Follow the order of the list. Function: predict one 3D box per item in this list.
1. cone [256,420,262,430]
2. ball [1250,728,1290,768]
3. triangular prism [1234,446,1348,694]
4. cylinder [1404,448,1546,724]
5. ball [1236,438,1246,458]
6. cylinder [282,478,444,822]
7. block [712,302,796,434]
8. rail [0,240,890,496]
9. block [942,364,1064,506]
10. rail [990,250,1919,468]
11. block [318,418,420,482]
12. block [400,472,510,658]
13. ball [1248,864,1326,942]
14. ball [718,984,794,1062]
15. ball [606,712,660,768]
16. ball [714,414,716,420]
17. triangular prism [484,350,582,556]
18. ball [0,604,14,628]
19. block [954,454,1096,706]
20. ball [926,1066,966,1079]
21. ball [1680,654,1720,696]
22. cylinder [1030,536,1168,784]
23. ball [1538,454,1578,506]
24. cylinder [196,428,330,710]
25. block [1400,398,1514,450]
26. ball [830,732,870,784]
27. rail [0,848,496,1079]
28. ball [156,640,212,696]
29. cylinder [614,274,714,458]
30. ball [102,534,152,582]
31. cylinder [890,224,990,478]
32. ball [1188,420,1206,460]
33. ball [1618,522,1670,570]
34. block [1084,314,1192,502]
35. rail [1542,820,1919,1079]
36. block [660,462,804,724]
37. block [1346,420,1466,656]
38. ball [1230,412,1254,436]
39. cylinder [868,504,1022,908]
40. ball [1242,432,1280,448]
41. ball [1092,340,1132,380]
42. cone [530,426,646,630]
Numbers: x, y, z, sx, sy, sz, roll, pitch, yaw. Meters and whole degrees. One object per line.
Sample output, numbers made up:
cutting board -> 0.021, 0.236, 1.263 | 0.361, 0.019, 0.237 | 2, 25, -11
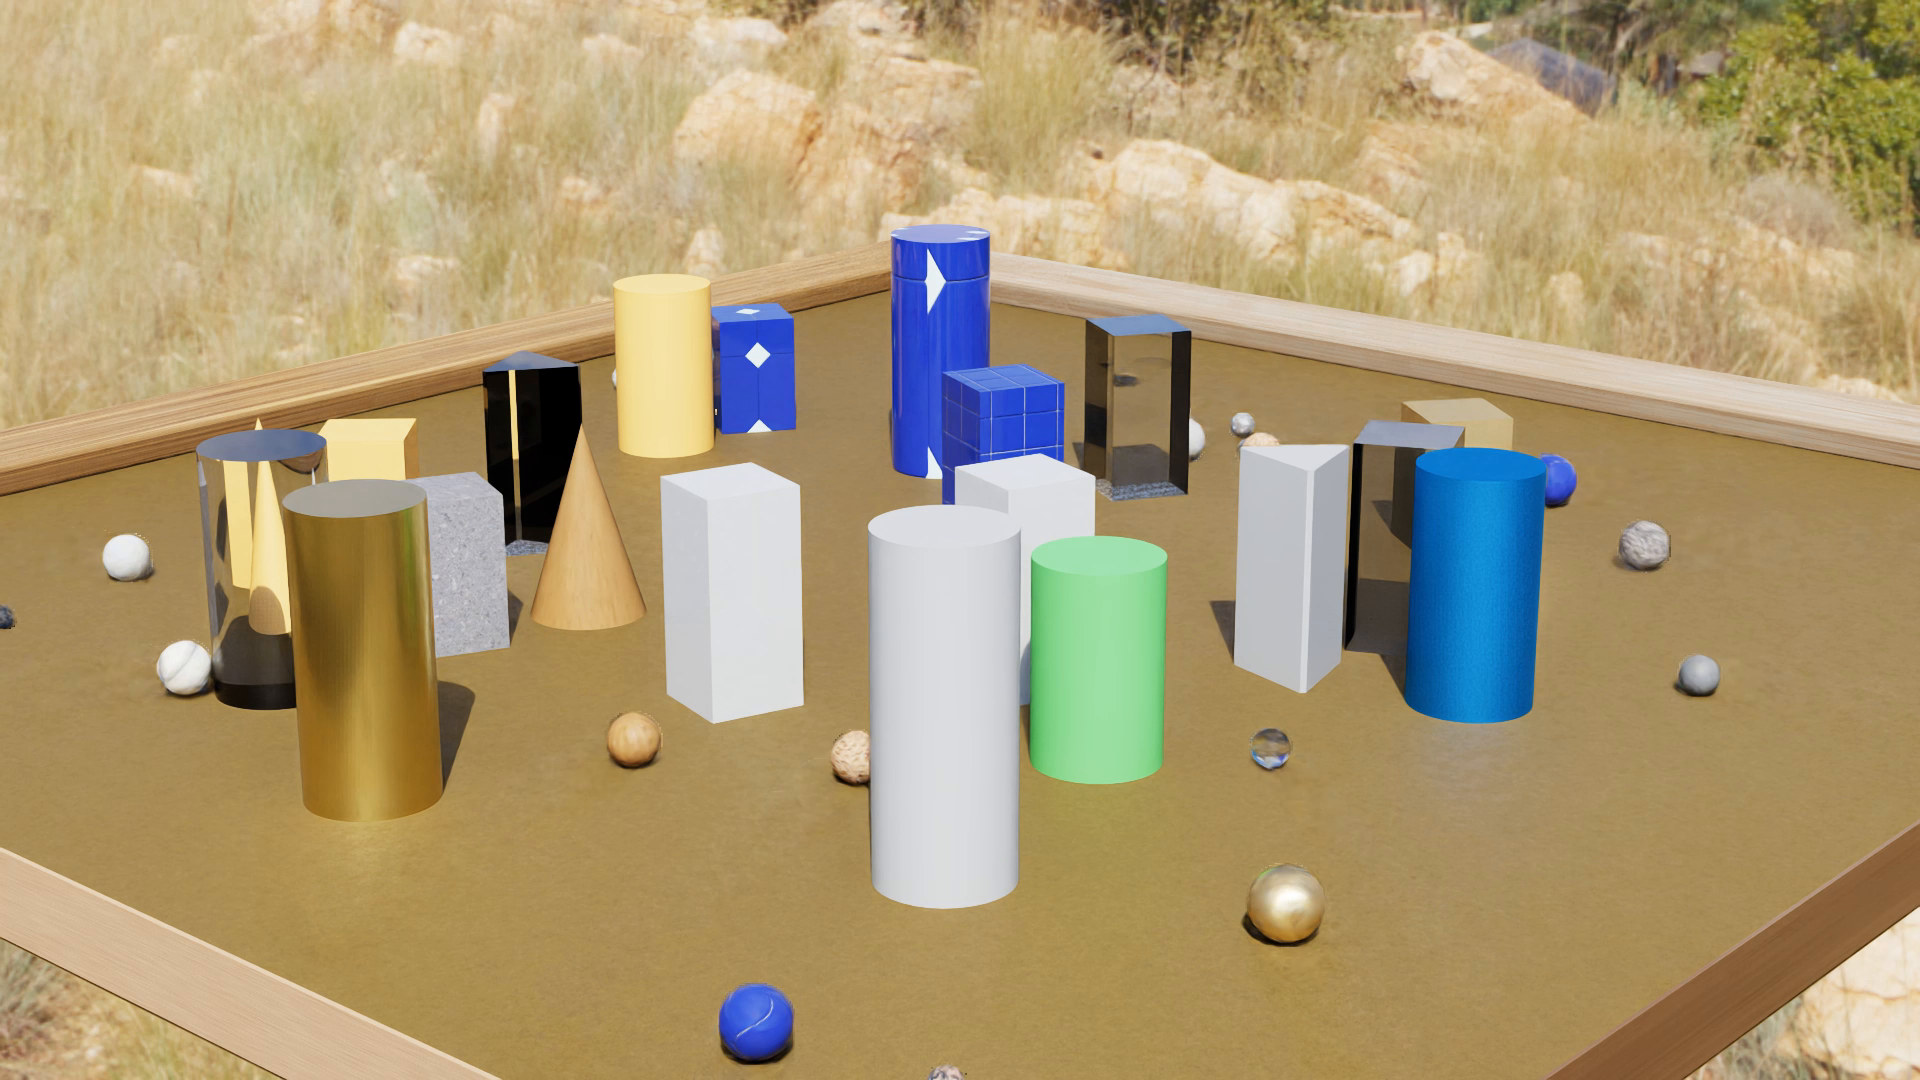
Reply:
cone -> -1.195, -0.049, 5.039 | 0.199, 0.334, 0.199 | 0, 17, 0
ball -> 0.459, 0.307, 4.332 | 0.059, 0.059, 0.059 | 0, 17, 0
triangular prism -> 0.558, 0.035, 4.704 | 0.149, 0.366, 0.172 | -11, 20, -32
cylinder -> 0.800, 0.069, 4.556 | 0.199, 0.387, 0.199 | 0, 17, 0
ball -> 0.590, -0.183, 5.975 | 0.051, 0.051, 0.051 | 0, 17, 0
cylinder -> -0.846, 0.155, 4.165 | 0.199, 0.447, 0.199 | 0, 17, 0
block -> -0.448, -0.367, 6.255 | 0.159, 0.241, 0.159 | -5, 17, -15
rail -> -1.366, -0.310, 6.255 | 0.045, 0.129, 3.791 | 14, 22, 39
block -> 0.074, -0.097, 5.111 | 0.159, 0.383, 0.159 | -7, 18, -23
rail -> 1.227, -0.375, 6.473 | 3.665, 0.129, 0.045 | 14, 22, 39
block -> -1.068, -0.081, 5.300 | 0.159, 0.244, 0.159 | -1, 17, -2
block -> -0.853, 0.041, 4.862 | 0.159, 0.263, 0.159 | -8, 18, -24
ball -> 0.417, 0.464, 3.742 | 0.099, 0.099, 0.099 | 0, 17, 0
ball -> -0.239, 0.564, 3.426 | 0.089, 0.089, 0.089 | 0, 17, 0
ball -> -0.483, 0.296, 4.335 | 0.080, 0.080, 0.080 | 0, 17, 0
ball -> -0.545, -0.261, 6.204 | 0.055, 0.055, 0.055 | 0, 17, 0
triangular prism -> -0.789, -0.163, 5.393 | 0.172, 0.348, 0.149 | -4, 17, -15
ball -> -1.619, 0.130, 4.953 | 0.040, 0.040, 0.040 | 0, 17, 0
block -> 0.101, 0.062, 4.635 | 0.159, 0.353, 0.159 | -10, 19, -30
ball -> -0.016, 0.618, 3.322 | 0.046, 0.046, 0.046 | 0, 17, 0
ball -> 1.169, 0.214, 4.634 | 0.064, 0.064, 0.064 | 0, 17, 0
cylinder -> 0.203, 0.175, 4.323 | 0.199, 0.318, 0.199 | 0, 17, 0
ball -> 1.142, -0.116, 5.668 | 0.099, 0.099, 0.099 | 0, 17, 0
cylinder -> -1.084, 0.045, 4.610 | 0.199, 0.401, 0.199 | 0, 17, 0
block -> 0.918, -0.126, 5.456 | 0.159, 0.240, 0.159 | -3, 17, -11
ball -> -0.150, 0.317, 4.270 | 0.077, 0.077, 0.077 | 0, 17, 0
rail -> -1.227, 0.440, 3.766 | 3.665, 0.129, 0.045 | 14, 22, 39
ball -> -1.224, 0.202, 4.628 | 0.086, 0.086, 0.086 | 0, 17, 0
cylinder -> -0.611, -0.361, 6.060 | 0.199, 0.343, 0.199 | 0, 17, 0
ball -> -1.480, 0.031, 5.207 | 0.084, 0.084, 0.084 | 0, 17, 0
cylinder -> -0.039, -0.380, 5.887 | 0.199, 0.477, 0.199 | 0, 17, 0
ball -> 0.456, -0.205, 5.983 | 0.088, 0.088, 0.088 | 0, 17, 0
ball -> 1.229, 0.011, 5.265 | 0.089, 0.089, 0.089 | 0, 17, 0
block -> 0.347, -0.261, 5.751 | 0.159, 0.329, 0.159 | -5, 18, -17
rail -> 1.366, 0.374, 3.984 | 0.045, 0.129, 3.791 | 14, 22, 39
block -> -0.355, 0.080, 4.568 | 0.159, 0.358, 0.159 | -10, 20, -30
block -> 0.736, -0.002, 4.846 | 0.159, 0.355, 0.159 | 5, 18, 16
ball -> 0.594, -0.243, 6.172 | 0.052, 0.052, 0.052 | 0, 17, 0
cylinder -> -0.020, 0.219, 3.872 | 0.199, 0.494, 0.199 | 0, 17, 0
ball -> 0.606, -0.176, 5.898 | 0.081, 0.081, 0.081 | 0, 17, 0
ball -> 0.345, -0.409, 6.656 | 0.091, 0.091, 0.091 | 0, 17, 0
cone -> -0.639, -0.036, 4.997 | 0.199, 0.334, 0.199 | 0, 17, 0
